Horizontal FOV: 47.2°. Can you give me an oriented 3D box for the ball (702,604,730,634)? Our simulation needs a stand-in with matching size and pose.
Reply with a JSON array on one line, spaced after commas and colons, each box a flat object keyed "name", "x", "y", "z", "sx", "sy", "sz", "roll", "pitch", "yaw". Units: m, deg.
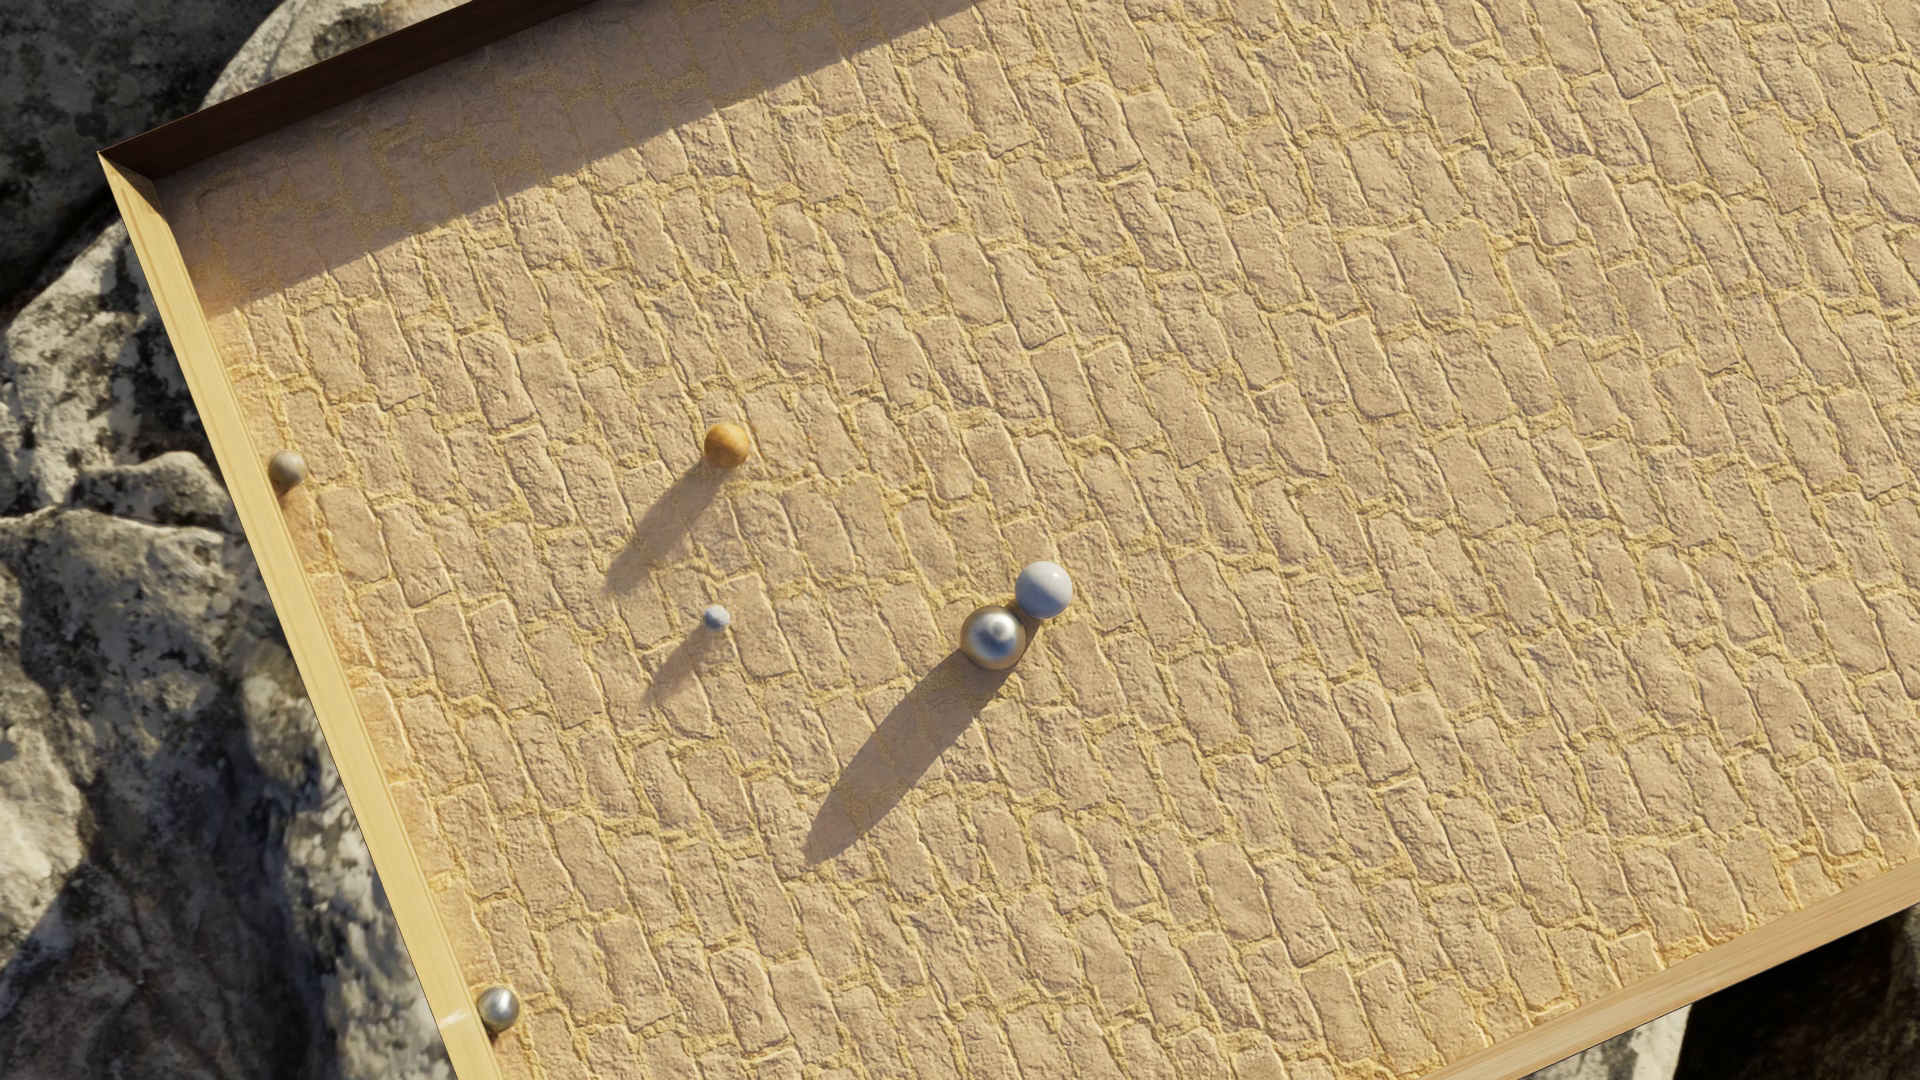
[{"name": "ball", "x": -0.361, "y": 0.117, "z": 3.257, "sx": 0.043, "sy": 0.043, "sz": 0.043, "roll": 0, "pitch": 83, "yaw": 0}]

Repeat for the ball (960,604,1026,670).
[{"name": "ball", "x": 0.048, "y": 0.143, "z": 3.226, "sx": 0.098, "sy": 0.098, "sz": 0.098, "roll": 0, "pitch": 83, "yaw": 0}]

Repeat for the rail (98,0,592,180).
[{"name": "rail", "x": 0.484, "y": -1.279, "z": 3.384, "sx": 3.796, "sy": 0.127, "sz": 0.045, "roll": -23, "pitch": 84, "yaw": -3}]

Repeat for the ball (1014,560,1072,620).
[{"name": "ball", "x": 0.123, "y": 0.074, "z": 3.240, "sx": 0.087, "sy": 0.087, "sz": 0.087, "roll": 0, "pitch": 83, "yaw": 0}]

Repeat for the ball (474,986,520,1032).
[{"name": "ball", "x": -0.669, "y": 0.679, "z": 3.178, "sx": 0.065, "sy": 0.065, "sz": 0.065, "roll": 0, "pitch": 83, "yaw": 0}]

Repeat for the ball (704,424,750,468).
[{"name": "ball", "x": -0.347, "y": -0.140, "z": 3.276, "sx": 0.068, "sy": 0.068, "sz": 0.068, "roll": 0, "pitch": 83, "yaw": 0}]

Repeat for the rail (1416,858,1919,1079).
[{"name": "rail", "x": 1.262, "y": 0.534, "z": 3.163, "sx": 3.796, "sy": 0.127, "sz": 0.045, "roll": -23, "pitch": 84, "yaw": -3}]

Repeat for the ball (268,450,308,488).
[{"name": "ball", "x": -1.002, "y": -0.106, "z": 3.277, "sx": 0.056, "sy": 0.056, "sz": 0.056, "roll": 0, "pitch": 83, "yaw": 0}]

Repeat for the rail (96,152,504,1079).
[{"name": "rail", "x": -0.851, "y": 0.356, "z": 3.185, "sx": 0.045, "sy": 0.127, "sz": 2.033, "roll": -23, "pitch": 84, "yaw": -3}]
